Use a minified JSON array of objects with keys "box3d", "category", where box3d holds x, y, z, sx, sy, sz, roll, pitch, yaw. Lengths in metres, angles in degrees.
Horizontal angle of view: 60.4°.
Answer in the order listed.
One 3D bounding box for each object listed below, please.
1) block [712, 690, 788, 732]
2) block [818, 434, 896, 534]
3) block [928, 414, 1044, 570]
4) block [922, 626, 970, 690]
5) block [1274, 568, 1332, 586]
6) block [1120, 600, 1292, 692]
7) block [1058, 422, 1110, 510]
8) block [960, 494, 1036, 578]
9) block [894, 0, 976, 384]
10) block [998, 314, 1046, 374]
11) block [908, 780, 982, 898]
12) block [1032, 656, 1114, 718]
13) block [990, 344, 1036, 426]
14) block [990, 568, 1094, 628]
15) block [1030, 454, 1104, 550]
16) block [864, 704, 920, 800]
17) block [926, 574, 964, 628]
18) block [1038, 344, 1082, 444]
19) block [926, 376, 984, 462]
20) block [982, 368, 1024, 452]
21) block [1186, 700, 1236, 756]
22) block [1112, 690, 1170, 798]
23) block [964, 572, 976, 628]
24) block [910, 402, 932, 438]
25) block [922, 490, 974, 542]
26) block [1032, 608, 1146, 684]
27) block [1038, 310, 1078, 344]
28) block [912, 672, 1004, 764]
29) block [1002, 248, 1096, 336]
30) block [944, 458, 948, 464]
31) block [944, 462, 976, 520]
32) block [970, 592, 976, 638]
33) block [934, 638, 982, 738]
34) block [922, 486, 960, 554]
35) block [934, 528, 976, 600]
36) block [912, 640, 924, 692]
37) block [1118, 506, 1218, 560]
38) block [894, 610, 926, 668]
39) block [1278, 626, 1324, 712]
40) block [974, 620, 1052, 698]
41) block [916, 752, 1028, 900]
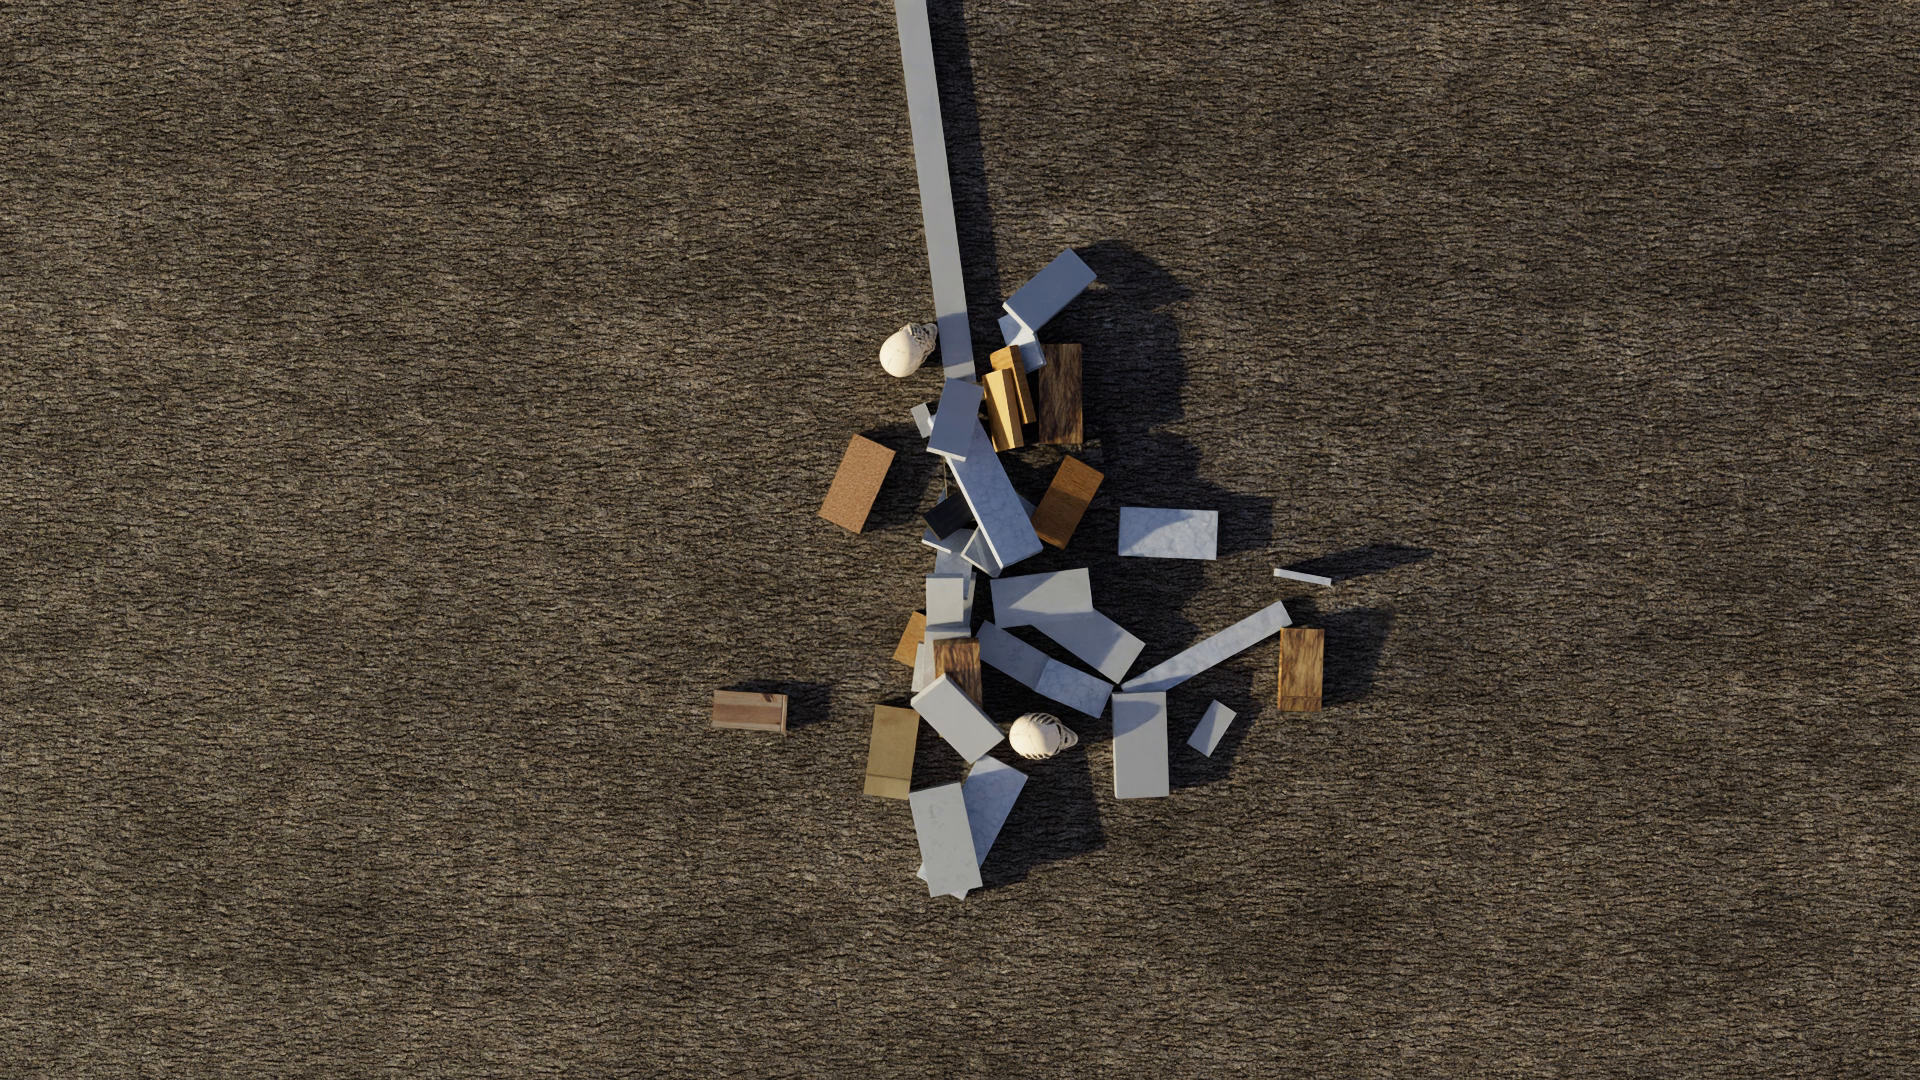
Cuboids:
[{"box3d":[-0.697,0.566,5.483,0.243,0.034,0.121,4,90,0],"category":"block"},{"box3d":[-0.341,-0.187,5.479,0.149,0.042,0.299,24,90,0],"category":"block"},{"box3d":[0.082,-0.183,5.402,0.149,0.042,0.557,-23,77,-15],"category":"block"},{"box3d":[-0.048,0.427,5.420,0.148,0.042,0.296,2,112,-3],"category":"block"},{"box3d":[1.133,0.123,5.457,0.173,0.086,0.024,10,90,0],"category":"block"},{"box3d":[0.819,0.380,5.488,0.602,0.024,0.086,-28,90,0],"category":"block"},{"box3d":[0.407,-0.239,5.480,0.141,0.040,0.283,-9,90,0],"category":"block"},{"box3d":[0.131,-0.027,5.435,0.137,0.039,0.274,34,76,-12],"category":"block"},{"box3d":[-0.092,-1.237,5.485,0.103,0.029,1.452,-8,90,0],"category":"block"},{"box3d":[0.205,-0.655,5.444,0.103,0.029,0.205,-24,77,26],"category":"block"},{"box3d":[-0.048,0.982,5.426,0.174,0.049,0.348,-12,90,0],"category":"block"},{"box3d":[0.374,0.488,5.457,0.243,0.034,0.122,24,90,-13],"category":"block"},{"box3d":[0.174,-0.503,5.435,0.037,0.129,0.258,-14,90,-30],"category":"block"},{"box3d":[0.269,0.191,5.431,0.323,0.046,0.162,-7,90,0],"category":"block"},{"box3d":[0.345,-0.123,5.431,0.141,0.040,0.283,29,86,0],"category":"block"},{"box3d":[-0.225,0.702,5.479,0.149,0.042,0.299,8,90,0],"category":"block"},{"box3d":[-0.049,0.221,5.372,0.119,0.034,0.239,0,117,0],"category":"block"},{"box3d":[0.331,-0.481,5.444,0.141,0.040,0.328,0,88,0],"category":"block"},{"box3d":[-0.015,-0.397,5.413,0.129,0.037,0.258,16,71,-3],"category":"block"},{"box3d":[0.140,-0.426,5.435,0.037,0.129,0.258,-10,90,-30],"category":"block"},{"box3d":[0.836,0.625,5.488,0.086,0.024,0.173,32,90,0],"category":"block"},{"box3d":[0.596,0.675,5.459,0.174,0.049,0.348,-3,94,-3],"category":"block"},{"box3d":[-0.020,0.217,5.459,0.119,0.034,0.238,8,90,0],"category":"block"},{"box3d":[-0.120,-0.398,5.492,0.053,0.015,0.106,-23,90,0],"category":"block"},{"box3d":[-0.015,-0.092,5.400,0.203,0.029,0.101,-35,81,-15],"category":"block"},{"box3d":[0.410,0.302,5.477,0.384,0.046,0.162,34,90,0],"category":"block"},{"box3d":[0.295,-0.732,5.485,0.103,0.029,0.205,-30,90,0],"category":"block"},{"box3d":[-0.007,0.585,5.396,0.148,0.042,0.296,-39,109,13],"category":"block"},{"box3d":[0.297,-0.819,5.435,0.301,0.039,0.137,-42,85,-16],"category":"block"},{"box3d":[-0.001,-0.286,5.467,0.053,0.015,0.106,37,65,10],"category":"block"},{"box3d":[0.004,-0.163,5.453,0.101,0.029,0.203,-2,75,-9],"category":"block"},{"box3d":[0.001,0.252,5.488,0.086,0.024,0.172,6,90,0],"category":"block"},{"box3d":[-0.004,0.483,5.399,0.148,0.042,0.337,-4,113,-1],"category":"block"},{"box3d":[-0.043,-0.066,5.450,0.101,0.029,0.203,22,69,0],"category":"block"},{"box3d":[-0.019,0.075,5.433,0.119,0.034,0.239,8,67,0],"category":"block"},{"box3d":[-0.107,0.422,5.461,0.086,0.024,0.172,8,108,-2],"category":"block"},{"box3d":[0.689,-0.022,5.477,0.323,0.046,0.162,3,90,0],"category":"block"},{"box3d":[-0.149,0.331,5.488,0.086,0.024,0.172,24,90,0],"category":"block"},{"box3d":[1.130,0.428,5.468,0.137,0.039,0.274,1,94,-2],"category":"block"},{"box3d":[0.191,0.395,5.483,0.319,0.034,0.121,30,90,0],"category":"block"},{"box3d":[0.041,0.946,5.475,0.174,0.049,0.463,28,90,0],"category":"block"}]
